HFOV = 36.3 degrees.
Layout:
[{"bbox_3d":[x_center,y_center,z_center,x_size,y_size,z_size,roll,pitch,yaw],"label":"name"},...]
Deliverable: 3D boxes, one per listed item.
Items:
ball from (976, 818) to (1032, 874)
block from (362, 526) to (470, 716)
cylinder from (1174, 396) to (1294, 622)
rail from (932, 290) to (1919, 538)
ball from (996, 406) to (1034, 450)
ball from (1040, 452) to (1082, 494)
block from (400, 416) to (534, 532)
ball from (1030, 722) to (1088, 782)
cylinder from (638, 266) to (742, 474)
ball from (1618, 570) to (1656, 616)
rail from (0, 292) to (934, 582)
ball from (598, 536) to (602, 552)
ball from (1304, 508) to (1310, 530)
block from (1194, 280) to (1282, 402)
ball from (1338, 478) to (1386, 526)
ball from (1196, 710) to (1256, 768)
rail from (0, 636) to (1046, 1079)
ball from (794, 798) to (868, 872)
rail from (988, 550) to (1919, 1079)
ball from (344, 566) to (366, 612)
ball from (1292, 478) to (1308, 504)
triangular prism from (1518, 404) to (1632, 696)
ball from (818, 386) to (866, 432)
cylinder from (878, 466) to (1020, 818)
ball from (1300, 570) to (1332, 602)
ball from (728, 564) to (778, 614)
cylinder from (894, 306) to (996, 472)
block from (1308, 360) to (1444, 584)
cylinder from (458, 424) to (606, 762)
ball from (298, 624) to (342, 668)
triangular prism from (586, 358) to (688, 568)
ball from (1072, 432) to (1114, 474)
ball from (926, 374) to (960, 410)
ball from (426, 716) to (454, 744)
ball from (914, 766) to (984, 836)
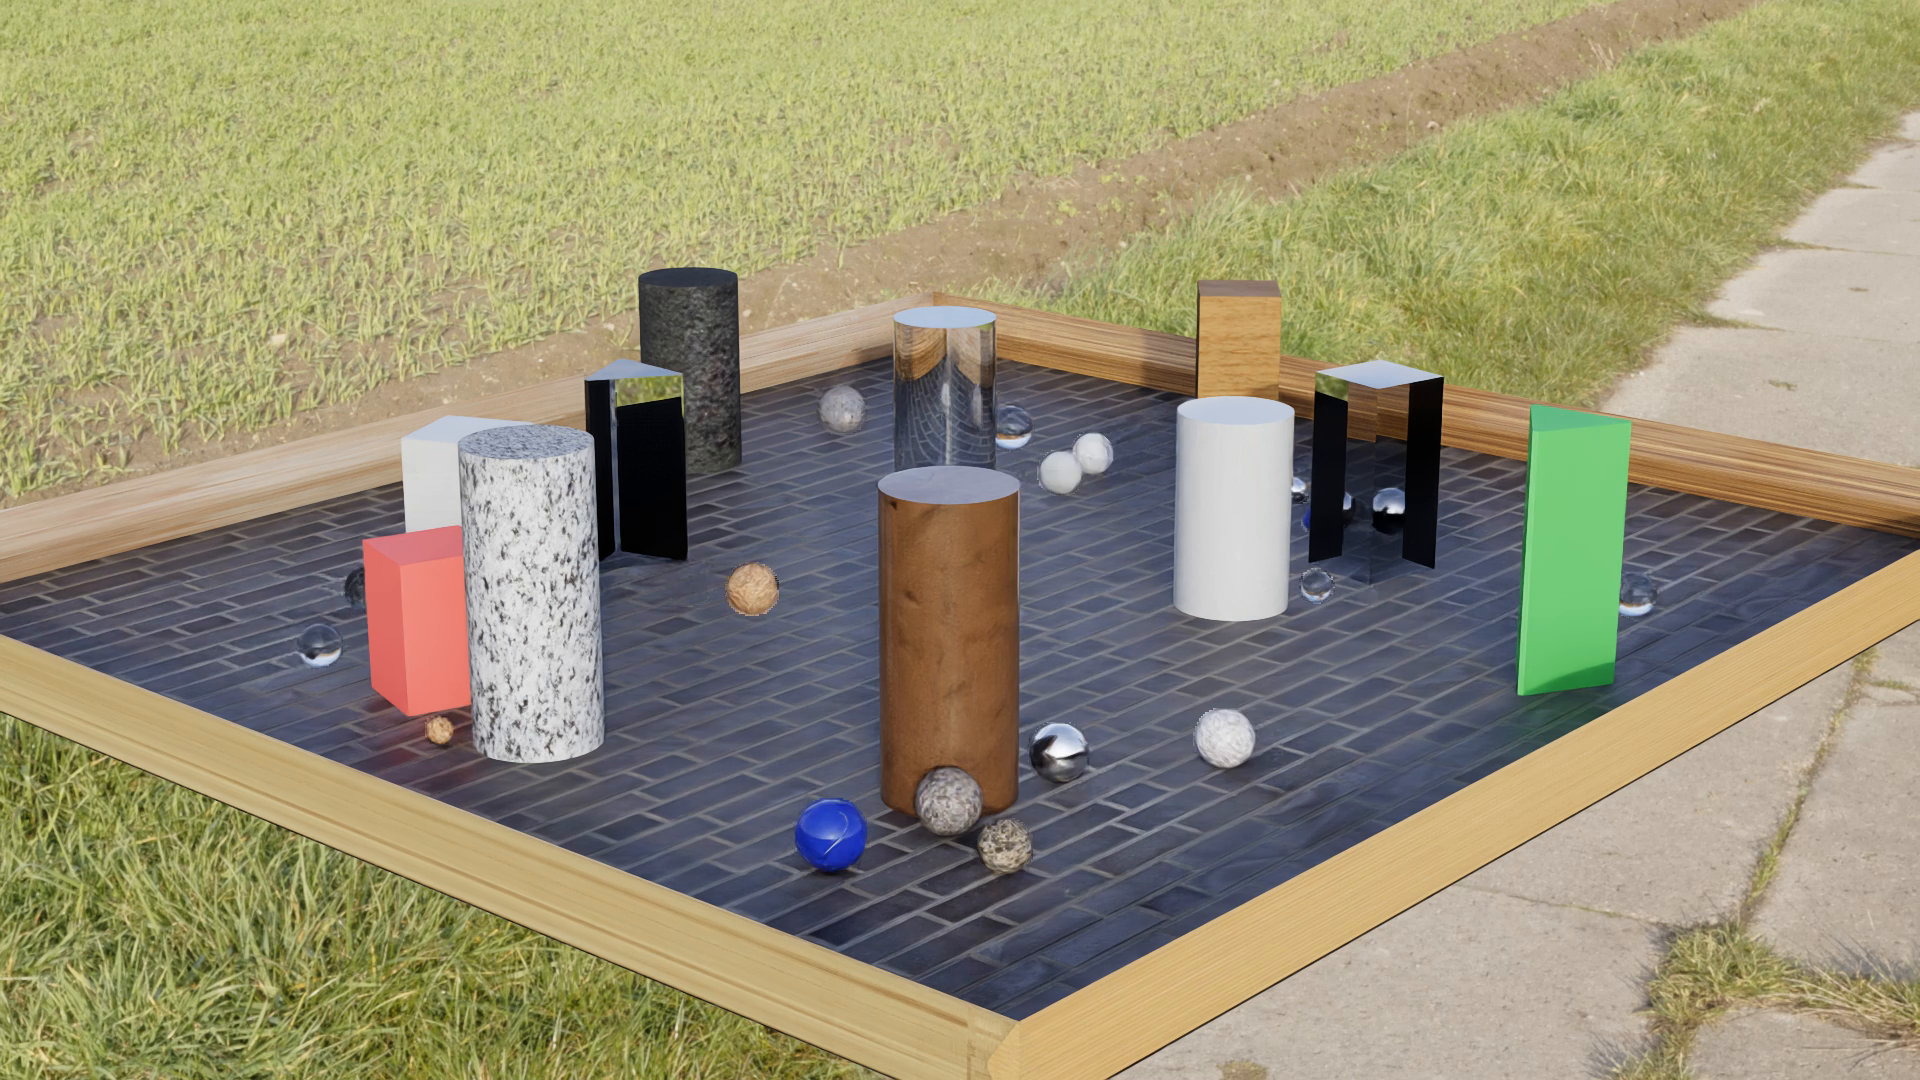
[{"bbox_3d":[0.060,0.414,3.953,0.075,0.075,0.075,0,17,0],"label":"ball"},{"bbox_3d":[-0.829,0.125,4.616,0.160,0.245,0.160,-10,19,-30],"label":"block"},{"bbox_3d":[0.470,-0.056,5.043,0.200,0.345,0.200,0,17,0],"label":"cylinder"},{"bbox_3d":[0.923,-0.274,6.137,2.660,0.130,0.045,14,22,39],"label":"rail"},{"bbox_3d":[0.105,-0.231,6.066,0.092,0.092,0.092,0,17,0],"label":"ball"},{"bbox_3d":[0.198,-0.132,5.749,0.084,0.084,0.084,0,17,0],"label":"ball"},{"bbox_3d":[-0.807,-0.008,4.859,0.160,0.359,0.160,5,18,18],"label":"block"},{"bbox_3d":[0.144,0.310,4.276,0.087,0.087,0.087,0,17,0],"label":"ball"},{"bbox_3d":[-0.546,-0.345,5.939,0.200,0.382,0.200,0,17,0],"label":"cylinder"},{"bbox_3d":[1.151,0.092,5.014,0.079,0.079,0.079,0,17,0],"label":"ball"},{"bbox_3d":[-0.986,-0.214,5.940,0.045,0.130,2.863,14,22,39],"label":"rail"},{"bbox_3d":[-0.682,0.007,5.329,0.060,0.060,0.060,0,17,0],"label":"ball"},{"bbox_3d":[0.671,-0.038,5.488,0.055,0.055,0.055,0,17,0],"label":"ball"},{"bbox_3d":[0.557,-0.326,5.903,0.160,0.367,0.160,1,17,2],"label":"block"},{"bbox_3d":[0.748,-0.070,5.449,0.087,0.087,0.087,0,17,0],"label":"ball"},{"bbox_3d":[0.392,0.293,4.330,0.088,0.088,0.088,0,17,0],"label":"ball"},{"bbox_3d":[-0.923,0.339,4.102,2.660,0.130,0.045,14,22,39],"label":"rail"},{"bbox_3d":[-0.174,0.399,3.961,0.098,0.098,0.098,0,17,0],"label":"ball"},{"bbox_3d":[0.986,0.279,4.300,0.045,0.130,2.863,14,22,39],"label":"rail"},{"bbox_3d":[-1.018,0.084,5.040,0.080,0.080,0.080,0,17,0],"label":"ball"},{"bbox_3d":[0.650,-0.097,5.691,0.050,0.050,0.050,0,17,0],"label":"ball"},{"bbox_3d":[0.941,0.010,4.674,0.173,0.431,0.150,-6,18,-20],"label":"triangular prism"},{"bbox_3d":[-0.249,-0.276,6.201,0.100,0.100,0.100,0,17,0],"label":"ball"},{"bbox_3d":[-0.015,0.145,4.169,0.200,0.465,0.200,0,17,0],"label":"cylinder"},{"bbox_3d":[0.619,0.080,5.094,0.055,0.055,0.055,0,17,0],"label":"ball"},{"bbox_3d":[-0.356,0.084,5.030,0.086,0.086,0.086,0,17,0],"label":"ball"},{"bbox_3d":[-0.029,-0.260,5.705,0.200,0.355,0.200,0,17,0],"label":"cylinder"},{"bbox_3d":[0.743,-0.123,5.248,0.160,0.357,0.160,-12,20,-34],"label":"block"},{"bbox_3d":[-0.639,0.079,4.385,0.200,0.467,0.200,0,17,0],"label":"cylinder"},{"bbox_3d":[-1.041,0.171,4.764,0.071,0.071,0.071,0,17,0],"label":"ball"},{"bbox_3d":[-0.598,-0.143,5.324,0.173,0.349,0.150,-4,17,-15],"label":"triangular prism"},{"bbox_3d":[0.267,-0.173,5.885,0.084,0.084,0.084,0,17,0],"label":"ball"},{"bbox_3d":[-0.039,-0.323,6.401,0.075,0.075,0.075,0,17,0],"label":"ball"},{"bbox_3d":[-0.786,0.287,4.432,0.041,0.041,0.041,0,17,0],"label":"ball"},{"bbox_3d":[-0.016,0.364,4.081,0.096,0.096,0.096,0,17,0],"label":"ball"}]
